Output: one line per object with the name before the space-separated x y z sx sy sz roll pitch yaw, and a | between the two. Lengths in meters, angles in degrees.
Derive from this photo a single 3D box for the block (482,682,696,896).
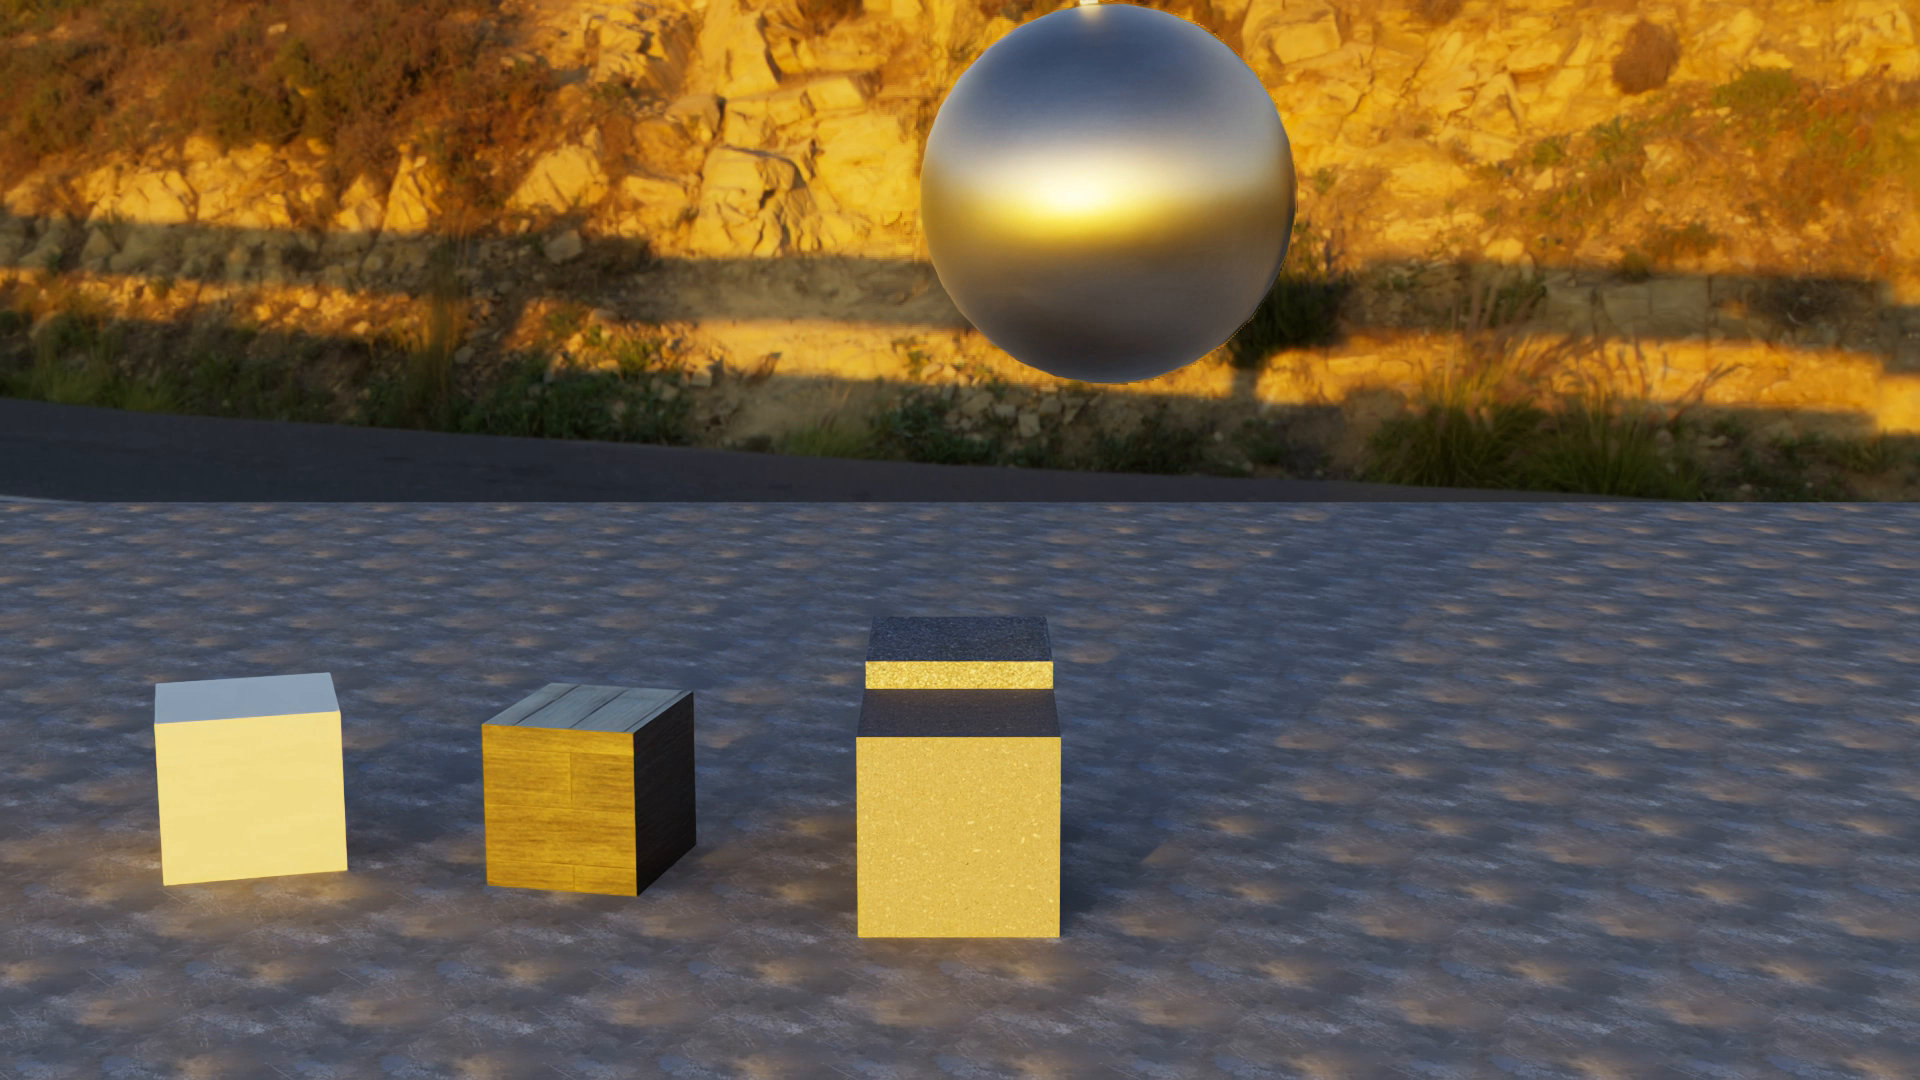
block | -1.644 1.101 11.475 0.693 0.728 0.790 2 11 13

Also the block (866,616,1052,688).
block | -0.002 0.924 11.776 0.819 0.969 0.946 0 10 0

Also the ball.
ball | 0.626 -1.467 10.914 1.600 1.600 1.600 0 10 0

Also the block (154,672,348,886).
block | -3.227 1.068 11.658 0.784 0.728 0.784 -3 11 -17

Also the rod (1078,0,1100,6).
rod | 0.271 -4.794 10.309 0.080 5.200 0.080 -6 10 1

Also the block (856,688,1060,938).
block | -0.006 1.144 10.902 0.829 0.849 0.835 0 10 0
